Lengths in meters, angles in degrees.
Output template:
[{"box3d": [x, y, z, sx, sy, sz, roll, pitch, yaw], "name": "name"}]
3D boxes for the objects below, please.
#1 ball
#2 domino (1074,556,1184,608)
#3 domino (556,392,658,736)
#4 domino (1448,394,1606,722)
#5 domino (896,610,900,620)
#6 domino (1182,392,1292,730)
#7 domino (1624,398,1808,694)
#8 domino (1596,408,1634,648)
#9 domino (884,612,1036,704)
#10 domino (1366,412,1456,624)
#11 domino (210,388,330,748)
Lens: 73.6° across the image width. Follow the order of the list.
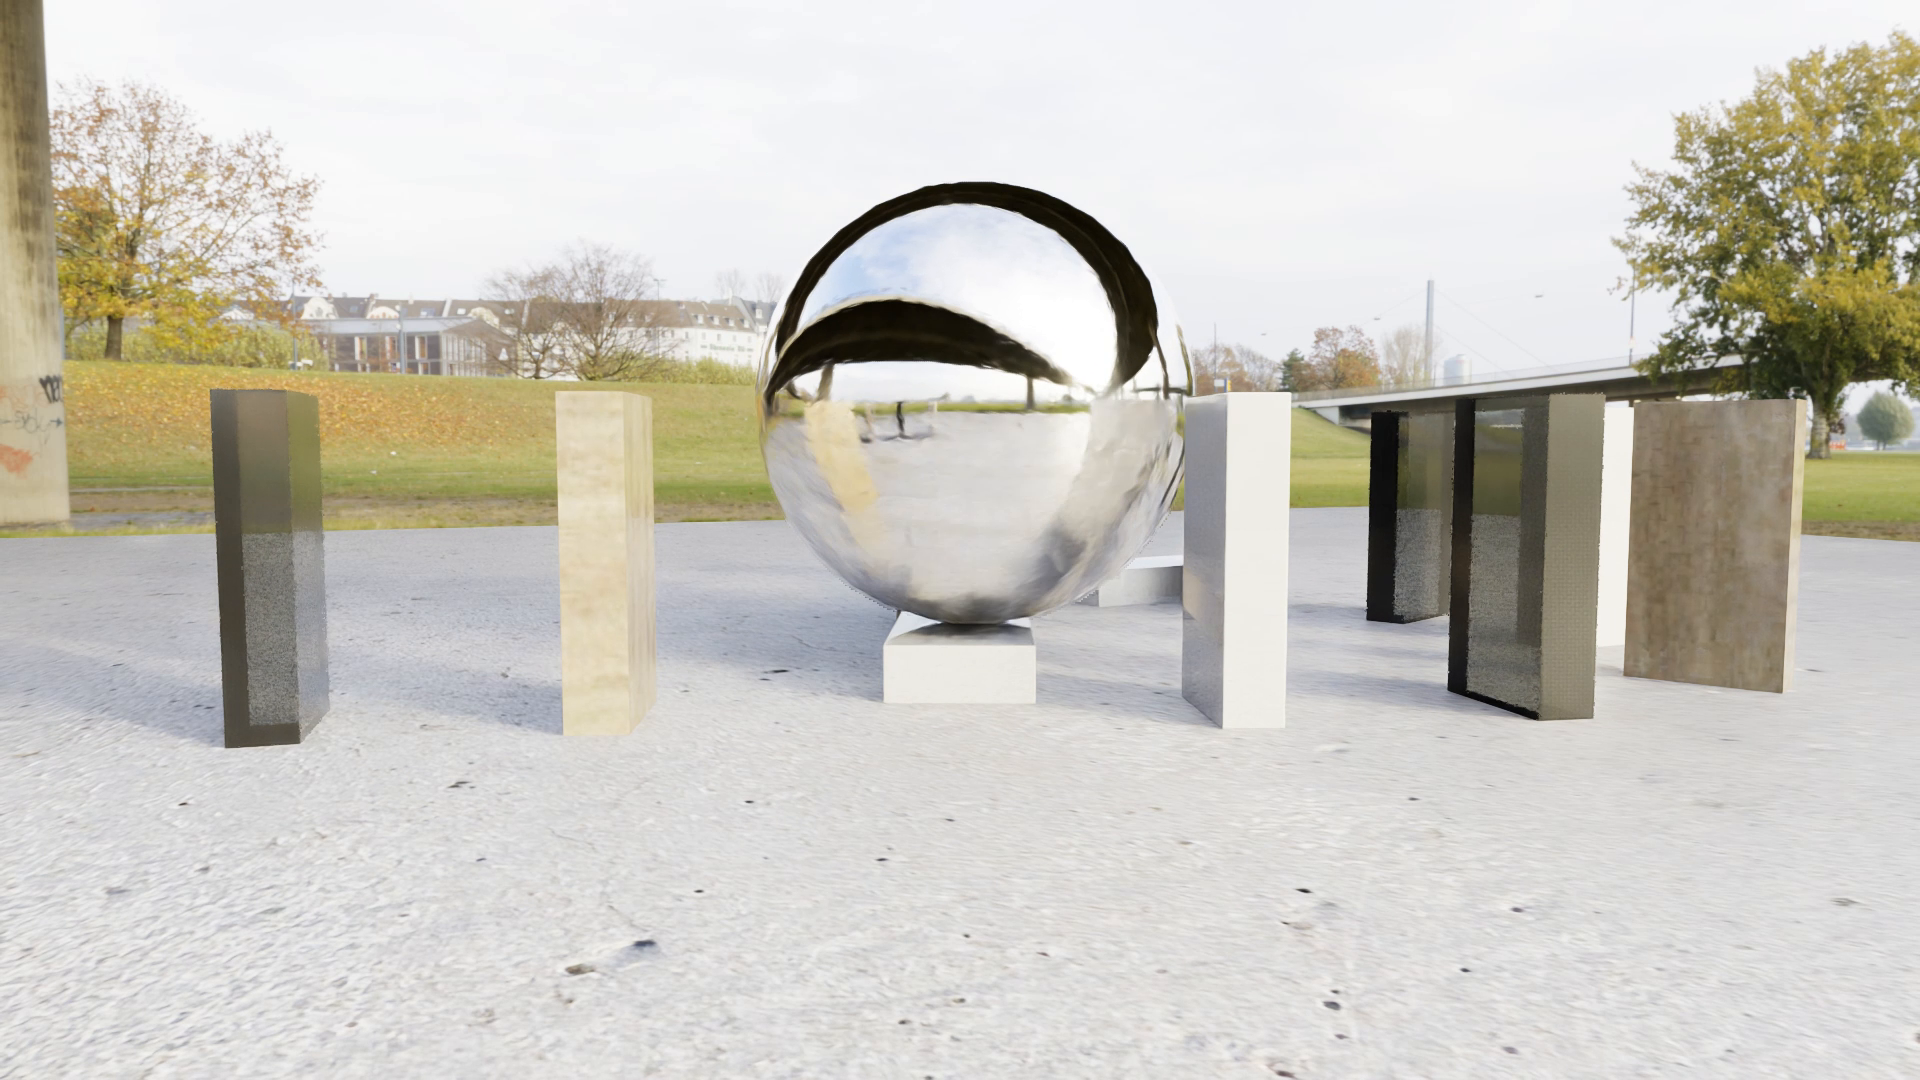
[{"box3d": [0.003, -0.025, 0.235, 0.080, 0.080, 0.080, 0, 4, 0], "name": "ball"}, {"box3d": [0.051, 0.011, 0.358, 0.050, 0.010, 0.025, -3, 5, -32], "name": "domino"}, {"box3d": [-0.054, 0.003, 0.198, 0.009, 0.050, 0.025, 0, 4, -4], "name": "domino"}, {"box3d": [0.091, 0.002, 0.208, 0.010, 0.050, 0.025, -1, 4, -11], "name": "domino"}, {"box3d": [0.000, 0.010, 0.289, 0.025, 0.009, 0.050, 0, 18, 1], "name": "domino"}, {"box3d": [0.043, 0.002, 0.202, 0.009, 0.050, 0.025, 0, 4, -4], "name": "domino"}, {"box3d": [0.134, 0.000, 0.229, 0.025, 0.050, 0.009, 4, 6, 42], "name": "domino"}, {"box3d": [0.138, -0.003, 0.274, 0.025, 0.050, 0.010, -2, 5, -22], "name": "domino"}, {"box3d": [0.000, 0.020, 0.235, 0.025, 0.010, 0.050, 0, 4, 1], "name": "domino"}, {"box3d": [0.110, -0.006, 0.313, 0.009, 0.050, 0.025, 4, 6, 44], "name": "domino"}, {"box3d": [-0.102, 0.003, 0.191, 0.010, 0.050, 0.025, -1, 4, -17], "name": "domino"}]
